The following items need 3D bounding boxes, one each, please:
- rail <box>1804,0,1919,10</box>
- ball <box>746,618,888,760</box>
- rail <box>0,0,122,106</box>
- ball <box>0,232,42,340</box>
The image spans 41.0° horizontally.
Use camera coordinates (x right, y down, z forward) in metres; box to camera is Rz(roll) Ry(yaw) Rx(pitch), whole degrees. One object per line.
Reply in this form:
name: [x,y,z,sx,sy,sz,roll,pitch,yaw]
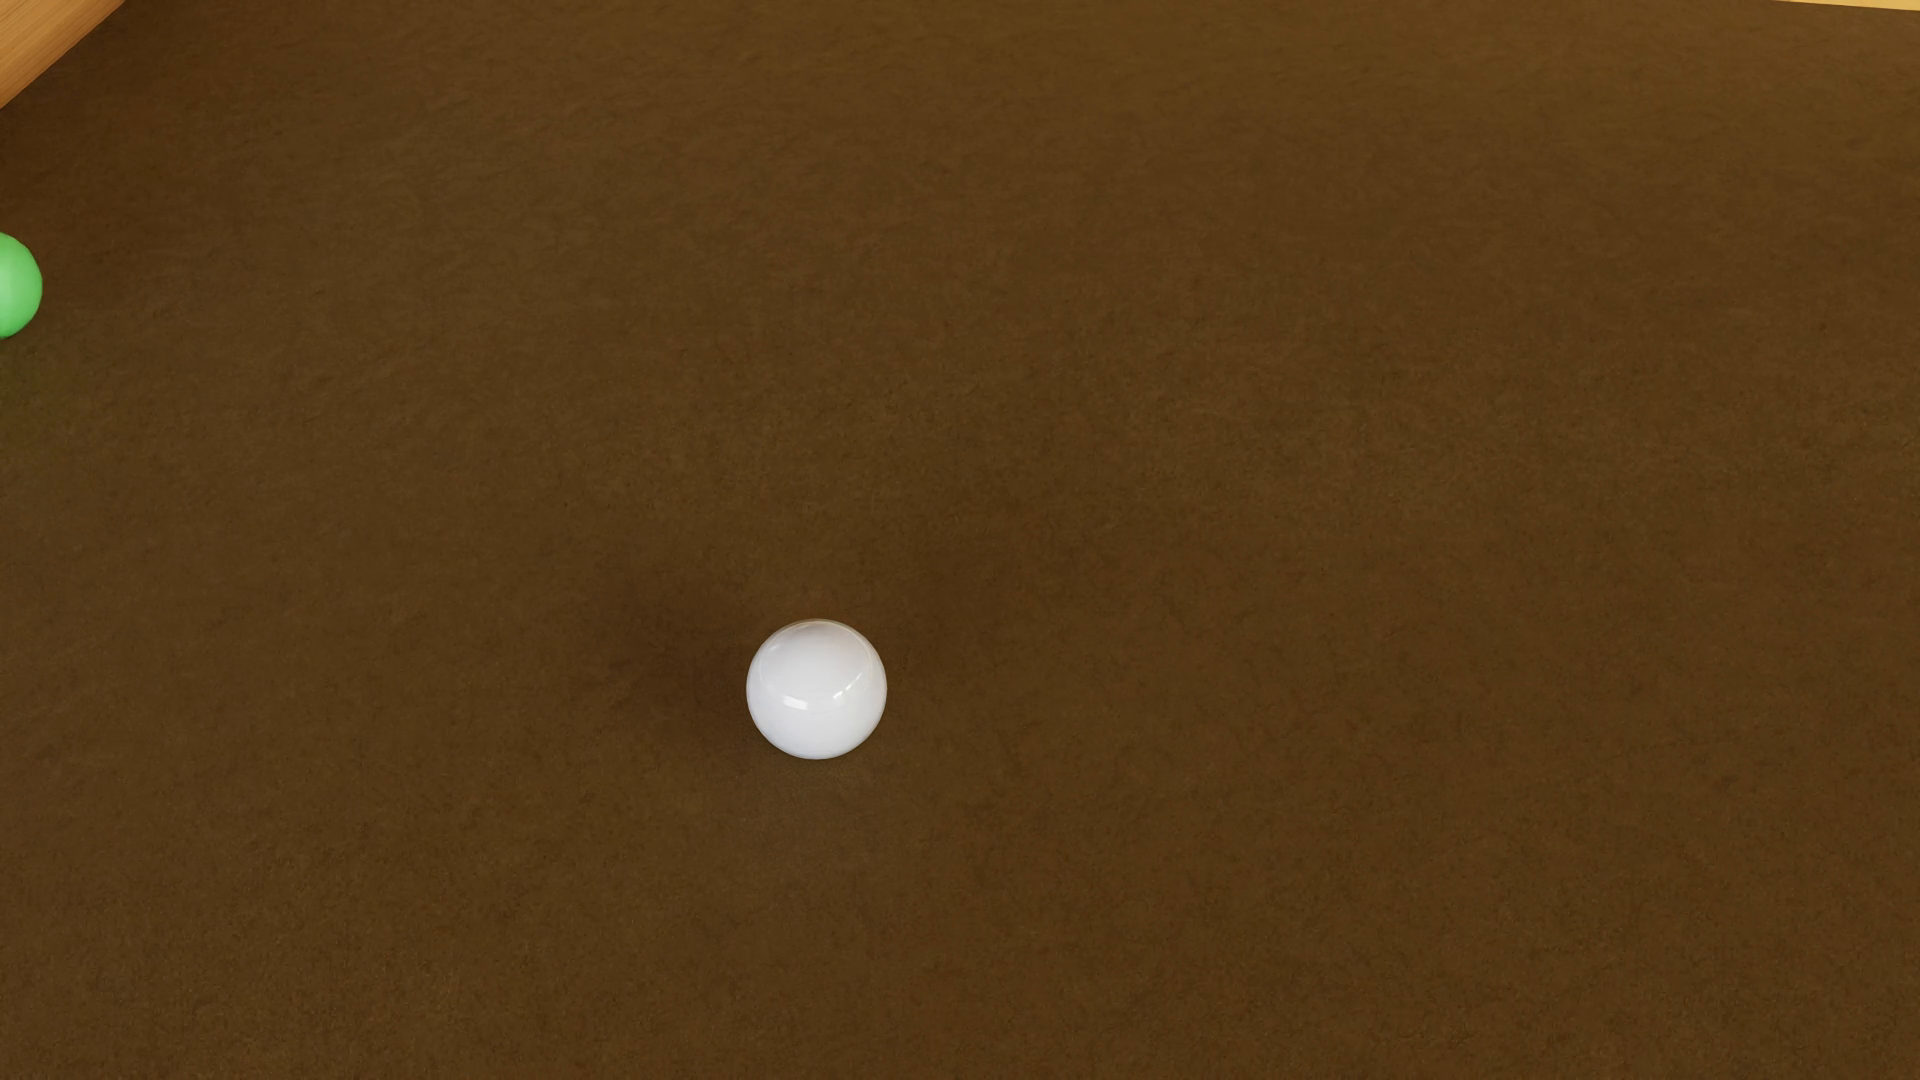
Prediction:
rail: [1.248,-0.551,2.538,4.188,0.119,0.045,6,35,9]
ball: [-0.091,0.095,1.635,0.090,0.090,0.090,0,35,0]
rail: [-1.005,-0.123,1.921,0.045,0.119,2.375,6,35,9]
ball: [-0.787,-0.205,2.065,0.092,0.092,0.092,0,35,0]
